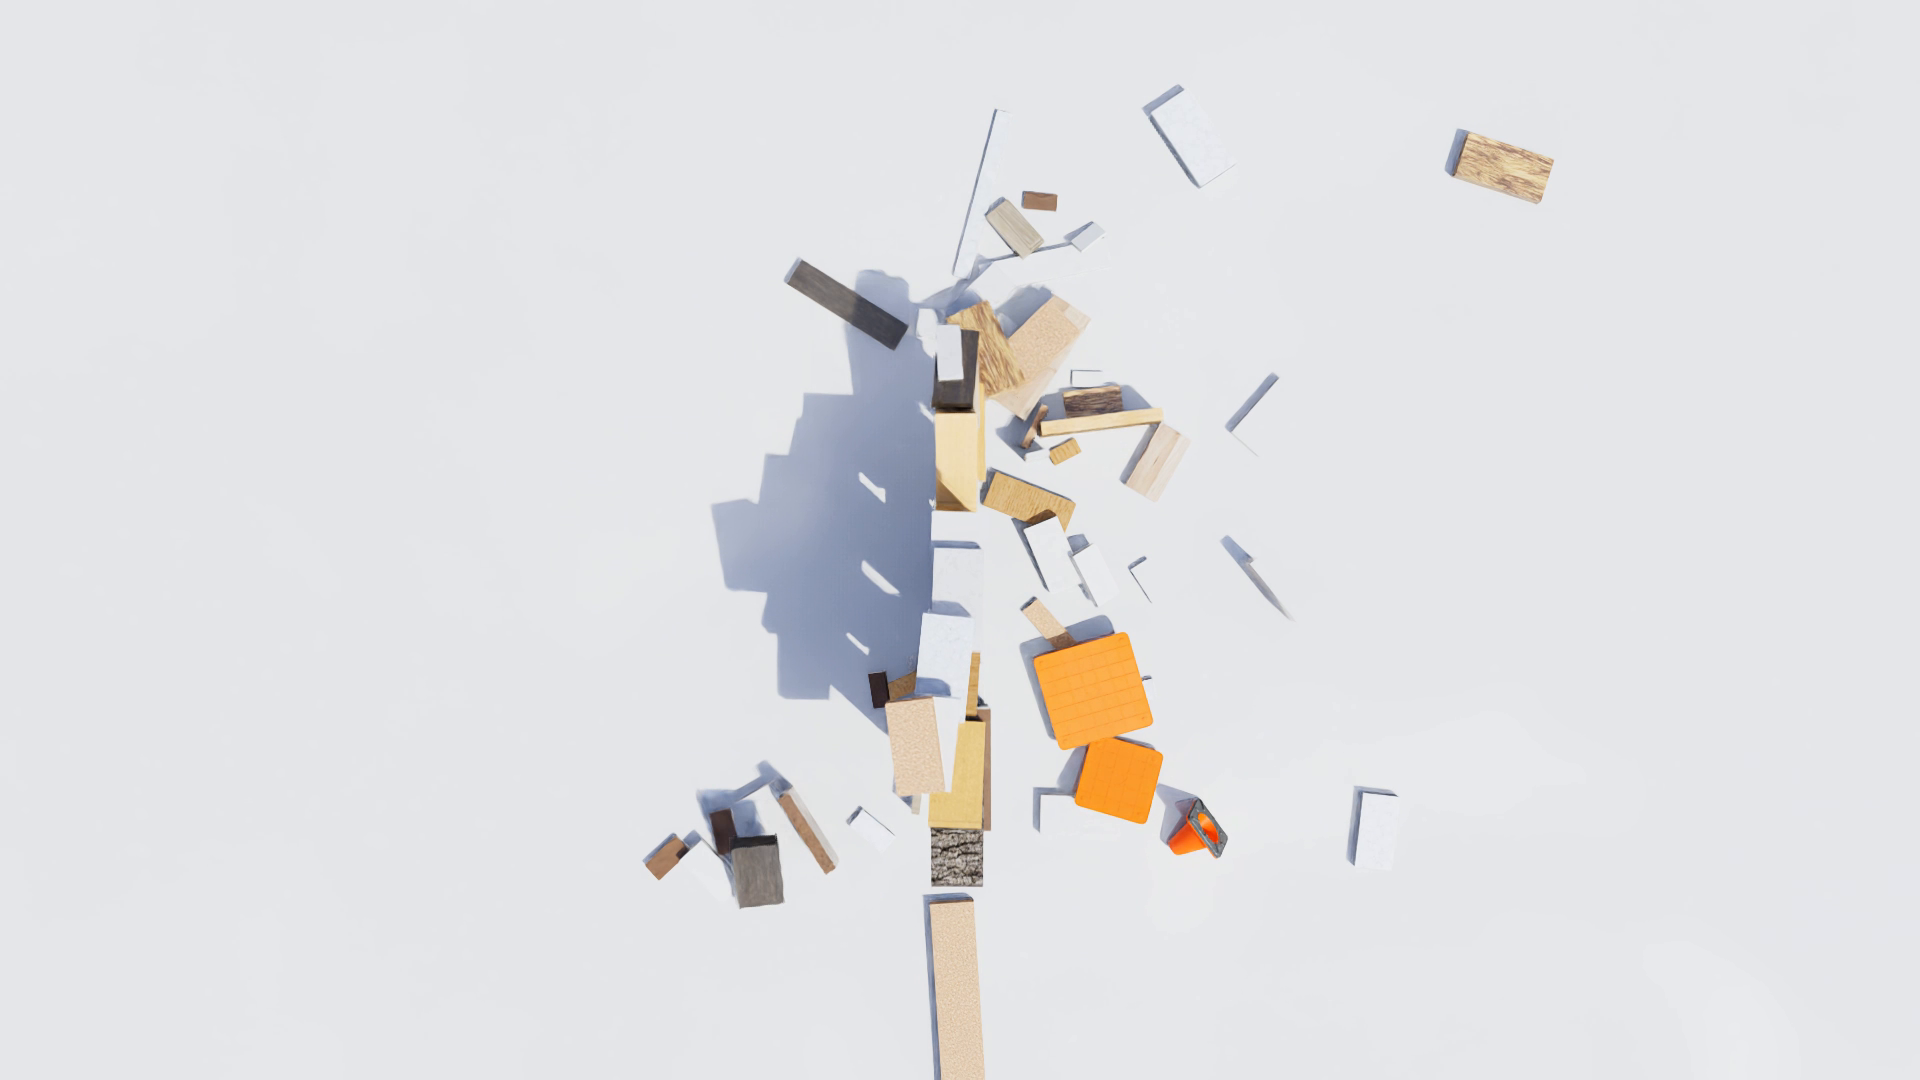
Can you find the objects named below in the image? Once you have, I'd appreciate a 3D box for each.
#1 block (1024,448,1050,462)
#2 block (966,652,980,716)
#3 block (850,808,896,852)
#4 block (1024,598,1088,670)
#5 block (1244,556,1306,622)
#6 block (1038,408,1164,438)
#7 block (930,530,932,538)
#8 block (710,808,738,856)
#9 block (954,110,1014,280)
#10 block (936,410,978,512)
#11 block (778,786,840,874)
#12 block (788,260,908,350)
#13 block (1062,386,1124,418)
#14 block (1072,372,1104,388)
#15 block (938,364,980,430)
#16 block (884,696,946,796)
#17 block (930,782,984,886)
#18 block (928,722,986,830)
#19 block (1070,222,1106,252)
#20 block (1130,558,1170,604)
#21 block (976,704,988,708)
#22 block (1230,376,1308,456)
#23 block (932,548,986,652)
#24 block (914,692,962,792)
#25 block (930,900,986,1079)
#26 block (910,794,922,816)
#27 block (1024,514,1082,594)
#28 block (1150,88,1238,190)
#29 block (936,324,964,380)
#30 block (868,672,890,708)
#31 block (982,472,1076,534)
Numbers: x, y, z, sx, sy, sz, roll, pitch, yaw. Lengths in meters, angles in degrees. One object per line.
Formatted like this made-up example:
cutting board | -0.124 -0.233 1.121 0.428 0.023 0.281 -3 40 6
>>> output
block | 0.253 -0.278 5.425 0.075 0.150 0.021 -13 90 0
block | -0.017 0.356 4.769 0.149 0.042 0.297 4 73 1
block | -0.291 0.969 5.490 0.143 0.020 0.072 40 90 0
block | 0.319 0.313 5.490 0.068 0.019 0.258 -42 90 0
block | 1.036 0.163 5.439 0.035 0.123 0.246 -39 90 0
block | 0.462 -0.386 5.426 0.398 0.148 0.042 -7 90 0
block | -0.002 -0.025 5.049 0.167 0.334 0.047 2 88 0
block | -0.783 0.971 5.490 0.072 0.020 0.143 -13 90 0
block | 0.078 -1.148 5.492 0.054 0.015 0.569 15 90 0
block | -0.011 -0.241 5.099 0.127 0.036 0.318 0 109 0
block | -0.496 0.953 5.427 0.041 0.145 0.290 -32 90 1
block | -0.372 -0.780 5.486 0.417 0.027 0.095 32 90 0
block | 0.443 -0.455 5.486 0.191 0.027 0.095 -7 90 0
block | 0.425 -0.535 5.493 0.102 0.014 0.051 2 90 0
block | -0.004 -0.468 5.131 0.127 0.036 0.254 -1 75 0
block | -0.124 0.573 4.585 0.132 0.037 0.264 -7 95 5
block | -0.008 0.840 4.728 0.150 0.043 0.301 0 90 0
block | -0.009 0.667 4.691 0.150 0.043 0.301 2 75 1
block | 0.426 -1.002 5.471 0.109 0.015 0.054 -39 67 -13
block | 0.633 0.138 5.490 0.068 0.019 0.137 -33 90 0
block | 0.000 0.540 4.976 0.176 0.353 0.050 -3 90 0
block | 1.028 -0.409 5.483 0.123 0.035 0.246 41 90 0
block | -0.006 0.174 4.775 0.148 0.042 0.297 2 75 1
block | -0.076 0.565 4.618 0.132 0.037 0.264 7 96 3
block | -0.006 1.518 5.479 0.145 0.041 0.633 -4 90 0
block | -0.118 0.661 5.450 0.028 0.100 0.480 7 90 0
block | 0.312 0.049 5.461 0.119 0.034 0.238 -22 97 7
block | 0.776 -1.333 5.478 0.148 0.042 0.296 -34 90 0
block | -0.033 -0.579 5.090 0.075 0.021 0.178 -3 69 -1
block | -0.267 0.498 5.481 0.059 0.017 0.117 -9 90 24
block | 0.232 -0.119 5.483 0.287 0.034 0.119 22 90 0
